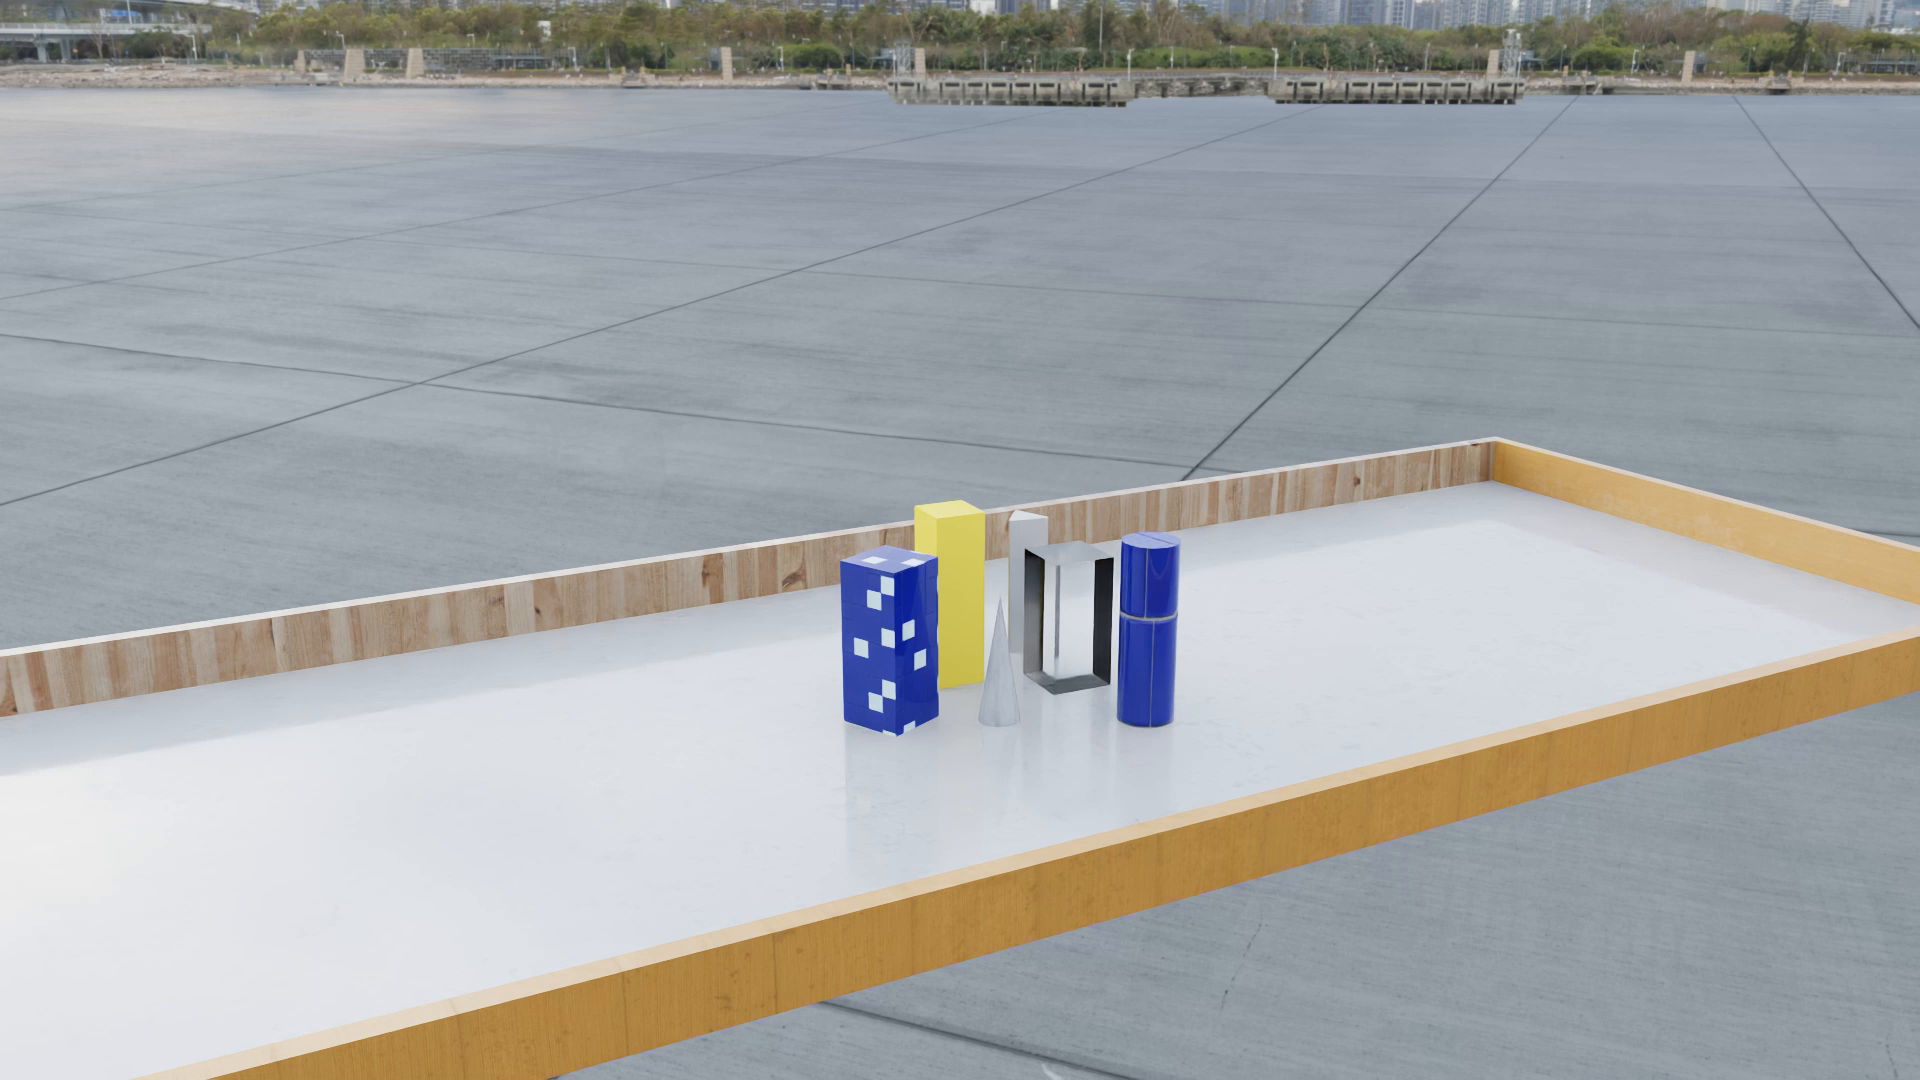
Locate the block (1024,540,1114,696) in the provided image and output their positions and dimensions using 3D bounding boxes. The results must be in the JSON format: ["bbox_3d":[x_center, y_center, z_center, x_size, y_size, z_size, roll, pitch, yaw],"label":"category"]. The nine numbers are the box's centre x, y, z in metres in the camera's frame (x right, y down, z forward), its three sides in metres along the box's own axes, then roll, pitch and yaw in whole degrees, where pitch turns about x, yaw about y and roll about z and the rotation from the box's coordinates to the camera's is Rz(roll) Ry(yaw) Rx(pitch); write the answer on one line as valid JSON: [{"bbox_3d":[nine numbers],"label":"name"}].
[{"bbox_3d":[0.268,0.191,4.112,0.161,0.334,0.161,-8,18,-24],"label":"block"}]

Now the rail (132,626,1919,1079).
[{"bbox_3d":[-2.336,1.006,1.665,12.000,0.150,0.050,-9,18,-27],"label":"rail"}]

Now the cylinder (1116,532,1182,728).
[{"bbox_3d":[0.440,0.211,3.859,0.136,0.439,0.136,0,16,0],"label":"cylinder"}]

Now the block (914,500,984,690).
[{"bbox_3d":[-0.026,0.136,4.112,0.130,0.441,0.130,-8,18,-24],"label":"block"}]

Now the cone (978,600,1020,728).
[{"bbox_3d":[0.093,0.275,3.868,0.100,0.310,0.100,0,16,0],"label":"cone"}]

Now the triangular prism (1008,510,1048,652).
[{"bbox_3d":[0.163,0.107,4.349,0.108,0.362,0.093,-6,17,-18],"label":"triangular prism"}]

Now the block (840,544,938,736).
[{"bbox_3d":[-0.163,0.233,3.859,0.160,0.396,0.160,12,20,36],"label":"block"}]

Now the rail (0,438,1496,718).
[{"bbox_3d":[-3.305,0.497,3.399,12.000,0.150,0.050,-9,18,-27],"label":"rail"}]

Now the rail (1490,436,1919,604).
[{"bbox_3d":[2.466,-0.048,5.253,0.050,0.150,2.100,-9,18,-27],"label":"rail"}]
